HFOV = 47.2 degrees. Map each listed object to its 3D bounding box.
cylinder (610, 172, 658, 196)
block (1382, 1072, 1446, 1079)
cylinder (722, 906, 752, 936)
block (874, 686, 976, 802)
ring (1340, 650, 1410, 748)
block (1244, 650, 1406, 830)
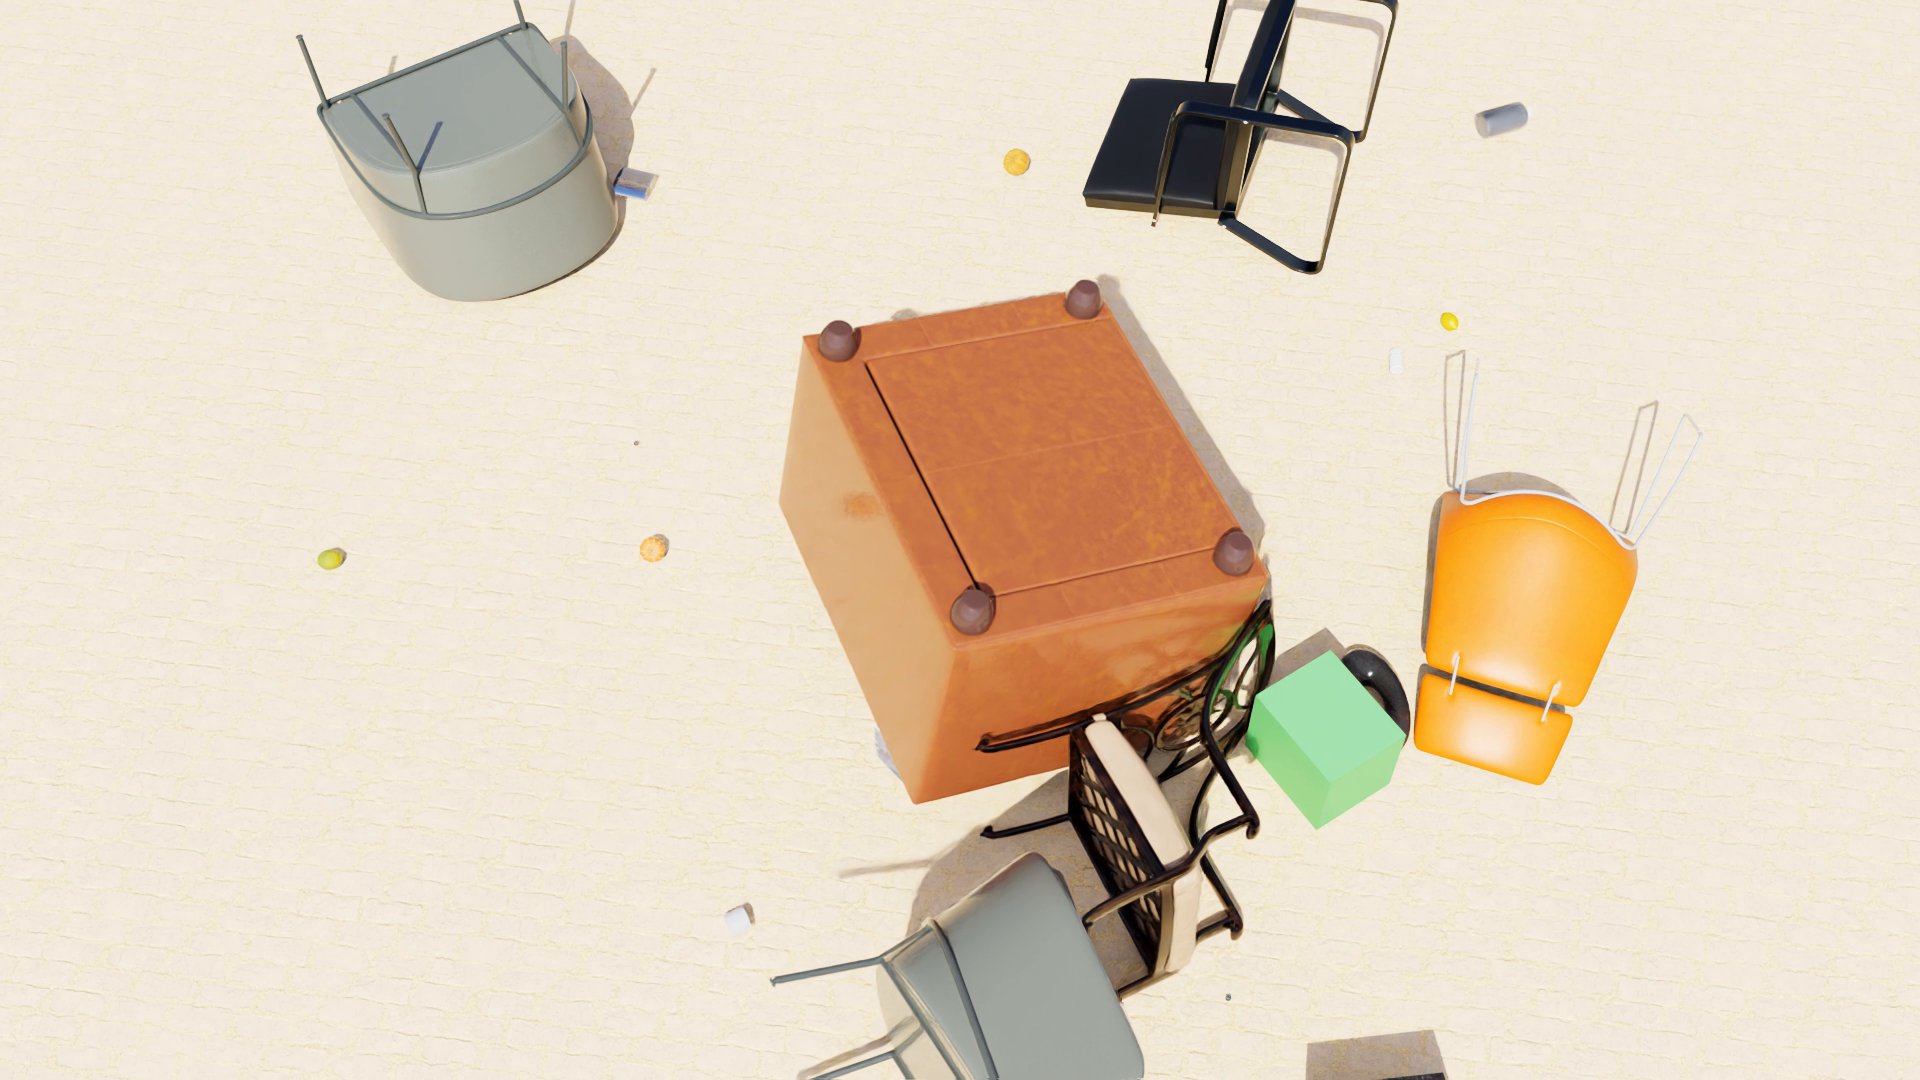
[{"bbox_3d":[-1.087,-1.190,7.344,0.118,0.046,0.121,6,44,29],"label":"cylinder"},{"bbox_3d":[1.047,1.533,5.367,0.334,0.231,0.353,-5,45,-4],"label":"block"},{"bbox_3d":[-0.594,1.017,5.861,0.056,0.051,0.062,-31,67,-9],"label":"cylinder"},{"bbox_3d":[-0.096,0.563,6.098,0.200,0.162,0.193,-36,63,-22],"label":"block"},{"bbox_3d":[1.166,0.457,6.219,0.196,0.082,0.345,-10,57,-6],"label":"ring"},{"bbox_3d":[0.998,0.549,6.038,0.260,0.278,0.321,-29,61,-18],"label":"block"}]
